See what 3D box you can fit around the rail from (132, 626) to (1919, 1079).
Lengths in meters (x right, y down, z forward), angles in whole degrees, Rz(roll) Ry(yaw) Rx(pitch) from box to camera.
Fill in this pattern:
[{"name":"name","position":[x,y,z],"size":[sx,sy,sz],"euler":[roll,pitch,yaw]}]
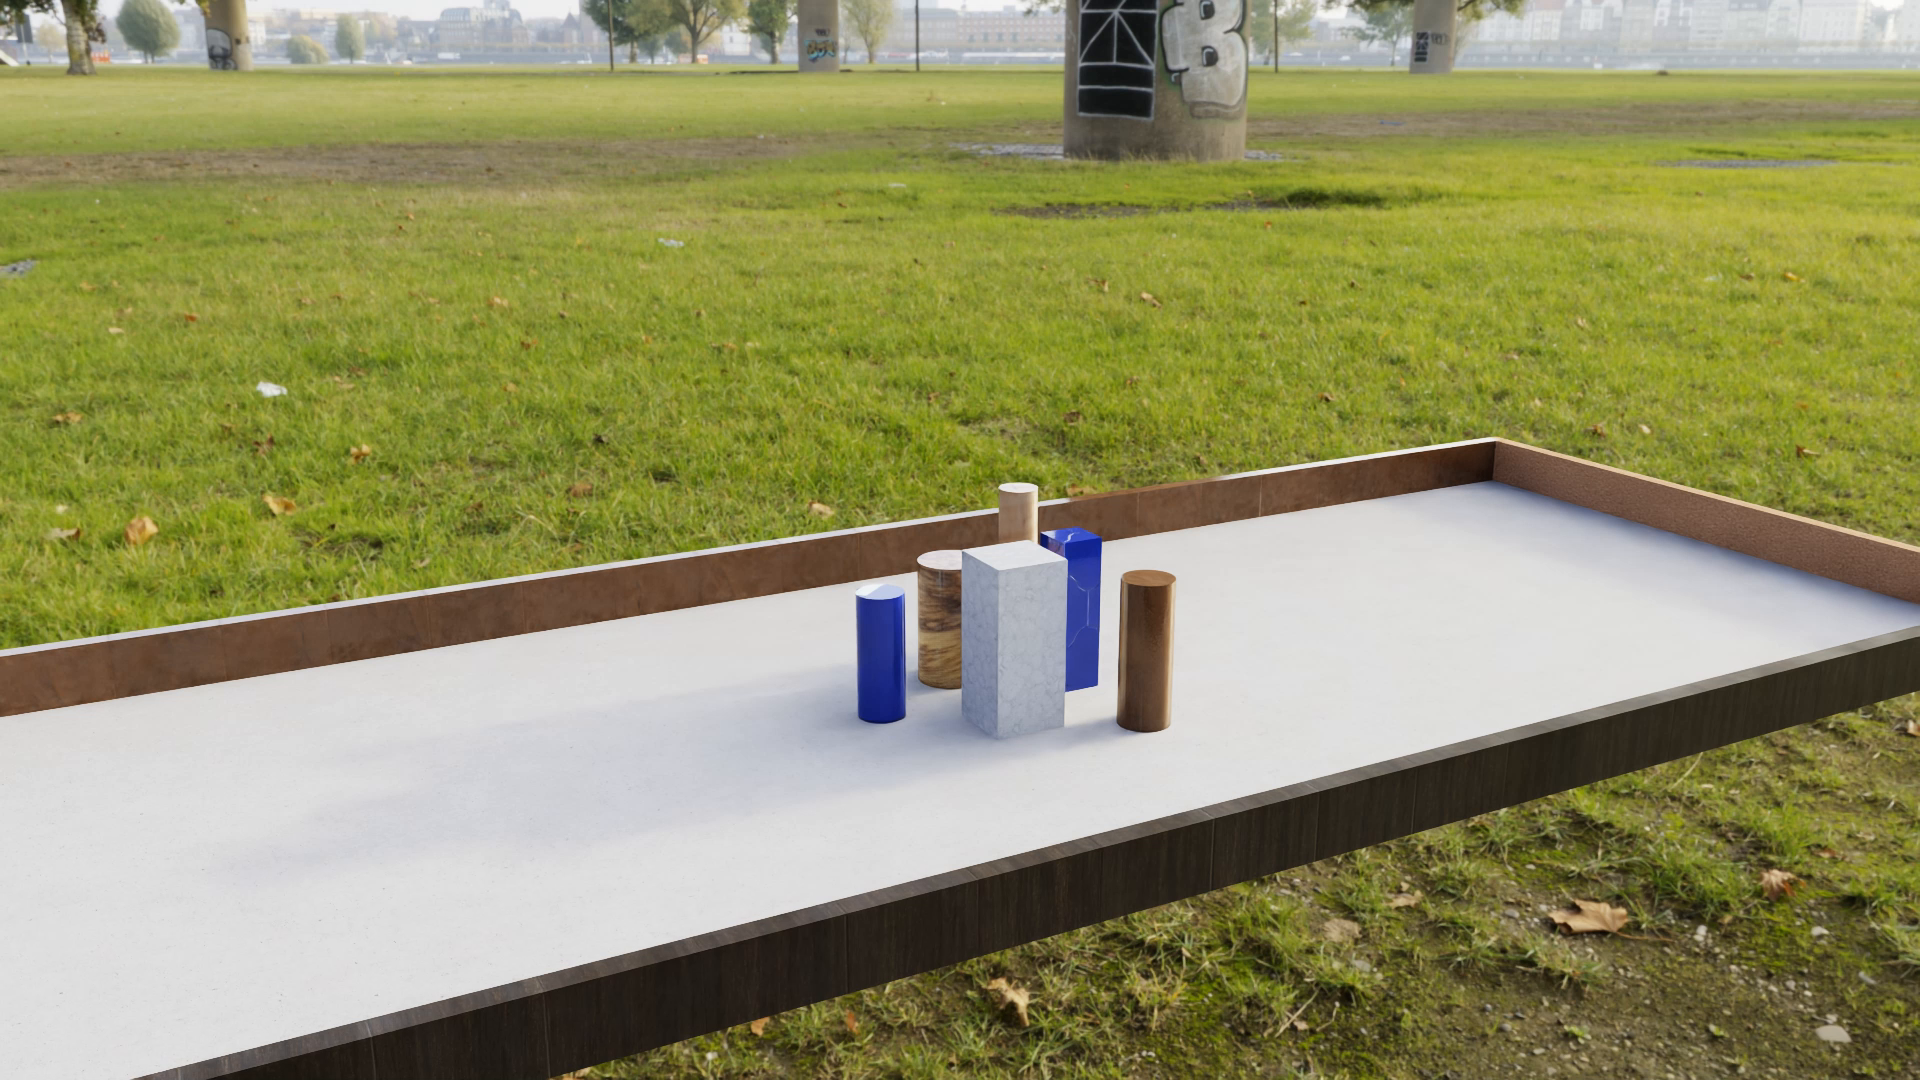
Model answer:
[{"name":"rail","position":[-2.336,1.006,1.665],"size":[12.000,0.150,0.050],"euler":[-9,18,-27]}]

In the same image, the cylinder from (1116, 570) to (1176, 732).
[{"name":"cylinder","position":[0.434,0.258,3.843],"size":[0.128,0.357,0.128],"euler":[0,16,0]}]

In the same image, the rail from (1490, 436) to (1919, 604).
[{"name":"rail","position":[2.466,-0.048,5.253],"size":[0.050,0.150,2.100],"euler":[-9,18,-27]}]

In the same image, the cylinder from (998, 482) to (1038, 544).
[{"name":"cylinder","position":[0.152,0.069,4.357],"size":[0.102,0.430,0.102],"euler":[0,16,0]}]

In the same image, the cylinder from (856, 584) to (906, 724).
[{"name":"cylinder","position":[-0.186,0.269,3.894],"size":[0.116,0.308,0.116],"euler":[0,16,0]}]

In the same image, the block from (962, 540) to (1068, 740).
[{"name":"block","position":[0.124,0.230,3.847],"size":[0.179,0.409,0.179],"euler":[-8,18,-26]}]

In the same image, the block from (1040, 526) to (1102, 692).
[{"name":"block","position":[0.271,0.172,4.084],"size":[0.109,0.386,0.109],"euler":[-9,18,-27]}]

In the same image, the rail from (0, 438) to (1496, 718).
[{"name":"rail","position":[-3.305,0.497,3.399],"size":[12.000,0.150,0.050],"euler":[-9,18,-27]}]

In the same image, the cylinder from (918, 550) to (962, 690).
[{"name":"cylinder","position":[-0.023,0.198,4.130],"size":[0.167,0.311,0.167],"euler":[0,16,0]}]
